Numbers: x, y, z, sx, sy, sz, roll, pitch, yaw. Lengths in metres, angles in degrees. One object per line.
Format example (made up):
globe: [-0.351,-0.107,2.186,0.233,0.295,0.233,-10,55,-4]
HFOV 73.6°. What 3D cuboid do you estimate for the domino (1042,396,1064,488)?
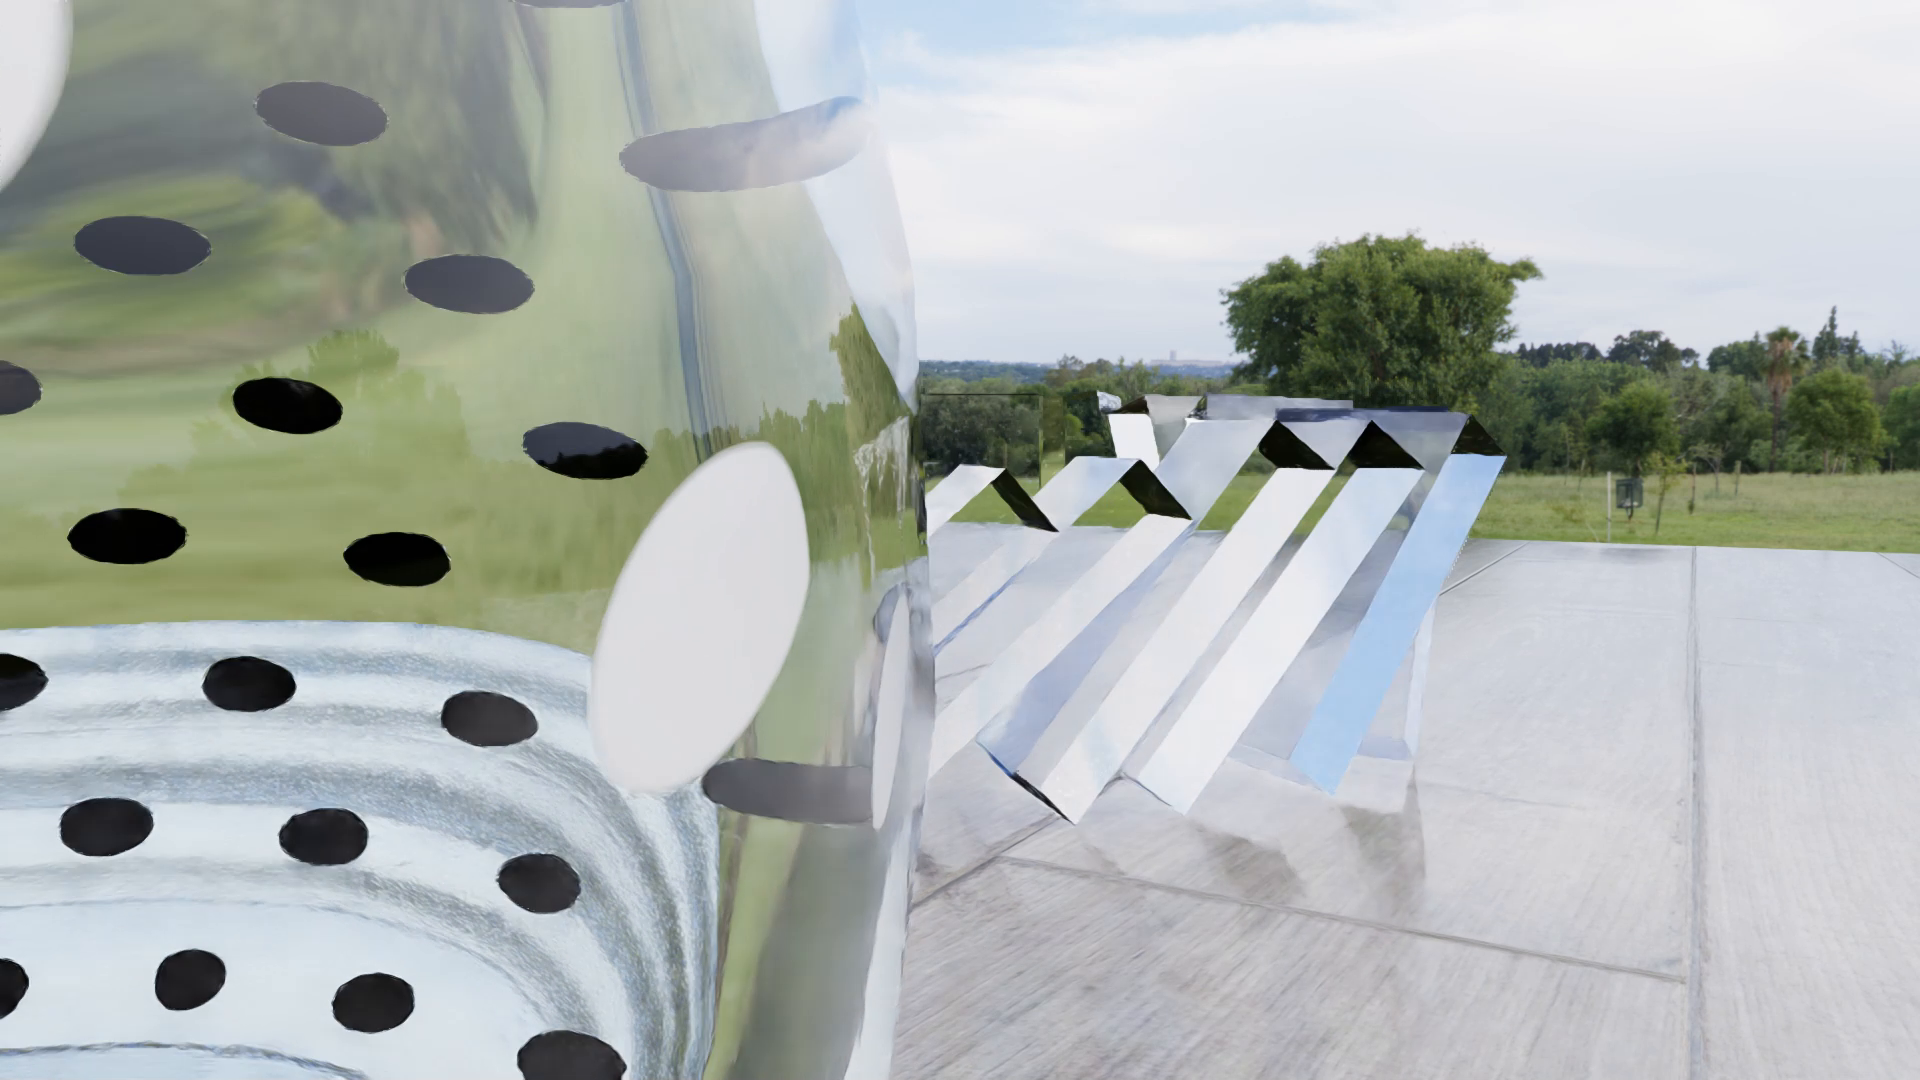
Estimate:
domino: [0.006,0.001,0.216,0.009,0.050,0.025,-5,7,-36]

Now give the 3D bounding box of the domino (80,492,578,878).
domino: [-0.066,0.014,0.142,0.050,0.009,0.025,-37,14,-12]

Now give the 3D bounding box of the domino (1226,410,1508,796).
domino: [0.048,0.006,0.169,0.009,0.050,0.025,38,-14,-29]

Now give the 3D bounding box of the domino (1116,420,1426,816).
domino: [0.034,0.008,0.160,0.009,0.050,0.025,38,-6,-15]

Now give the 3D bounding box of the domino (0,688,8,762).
domino: [-0.133,0.027,0.146,0.025,0.009,0.050,-1,5,-19]

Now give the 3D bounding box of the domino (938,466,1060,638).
domino: [-0.013,0.011,0.151,0.050,0.009,0.025,-42,11,-6]

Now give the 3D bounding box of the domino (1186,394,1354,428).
domino: [0.051,0.002,0.201,0.025,0.050,0.009,2,-20,-9]

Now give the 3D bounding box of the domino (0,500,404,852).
domino: [-0.087,0.014,0.140,0.050,0.009,0.025,-39,20,-20]

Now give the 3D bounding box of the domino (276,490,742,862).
domino: [-0.049,0.013,0.144,0.050,0.010,0.025,-37,11,-9]

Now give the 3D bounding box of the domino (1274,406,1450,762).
domino: [0.055,0.005,0.184,0.025,0.050,0.009,3,-26,30]

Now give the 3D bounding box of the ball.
ball: [-0.040,0.001,0.019,0.080,0.080,0.080,0,4,0]

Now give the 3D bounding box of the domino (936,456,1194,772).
domino: [0.003,0.011,0.153,0.050,0.009,0.025,-44,11,-6]

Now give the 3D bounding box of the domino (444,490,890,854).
domino: [-0.033,0.013,0.148,0.050,0.009,0.025,-37,11,-8]

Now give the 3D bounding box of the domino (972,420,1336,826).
domino: [0.022,0.008,0.156,0.009,0.050,0.025,38,-4,-12]

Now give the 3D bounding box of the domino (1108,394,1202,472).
domino: [0.042,0.001,0.215,0.025,0.050,0.010,-3,-14,-35]

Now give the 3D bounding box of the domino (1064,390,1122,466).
domino: [0.024,0.000,0.222,0.010,0.050,0.025,-7,2,16]

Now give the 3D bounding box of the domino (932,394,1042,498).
domino: [0.000,0.002,0.199,0.025,0.050,0.009,0,6,6]
